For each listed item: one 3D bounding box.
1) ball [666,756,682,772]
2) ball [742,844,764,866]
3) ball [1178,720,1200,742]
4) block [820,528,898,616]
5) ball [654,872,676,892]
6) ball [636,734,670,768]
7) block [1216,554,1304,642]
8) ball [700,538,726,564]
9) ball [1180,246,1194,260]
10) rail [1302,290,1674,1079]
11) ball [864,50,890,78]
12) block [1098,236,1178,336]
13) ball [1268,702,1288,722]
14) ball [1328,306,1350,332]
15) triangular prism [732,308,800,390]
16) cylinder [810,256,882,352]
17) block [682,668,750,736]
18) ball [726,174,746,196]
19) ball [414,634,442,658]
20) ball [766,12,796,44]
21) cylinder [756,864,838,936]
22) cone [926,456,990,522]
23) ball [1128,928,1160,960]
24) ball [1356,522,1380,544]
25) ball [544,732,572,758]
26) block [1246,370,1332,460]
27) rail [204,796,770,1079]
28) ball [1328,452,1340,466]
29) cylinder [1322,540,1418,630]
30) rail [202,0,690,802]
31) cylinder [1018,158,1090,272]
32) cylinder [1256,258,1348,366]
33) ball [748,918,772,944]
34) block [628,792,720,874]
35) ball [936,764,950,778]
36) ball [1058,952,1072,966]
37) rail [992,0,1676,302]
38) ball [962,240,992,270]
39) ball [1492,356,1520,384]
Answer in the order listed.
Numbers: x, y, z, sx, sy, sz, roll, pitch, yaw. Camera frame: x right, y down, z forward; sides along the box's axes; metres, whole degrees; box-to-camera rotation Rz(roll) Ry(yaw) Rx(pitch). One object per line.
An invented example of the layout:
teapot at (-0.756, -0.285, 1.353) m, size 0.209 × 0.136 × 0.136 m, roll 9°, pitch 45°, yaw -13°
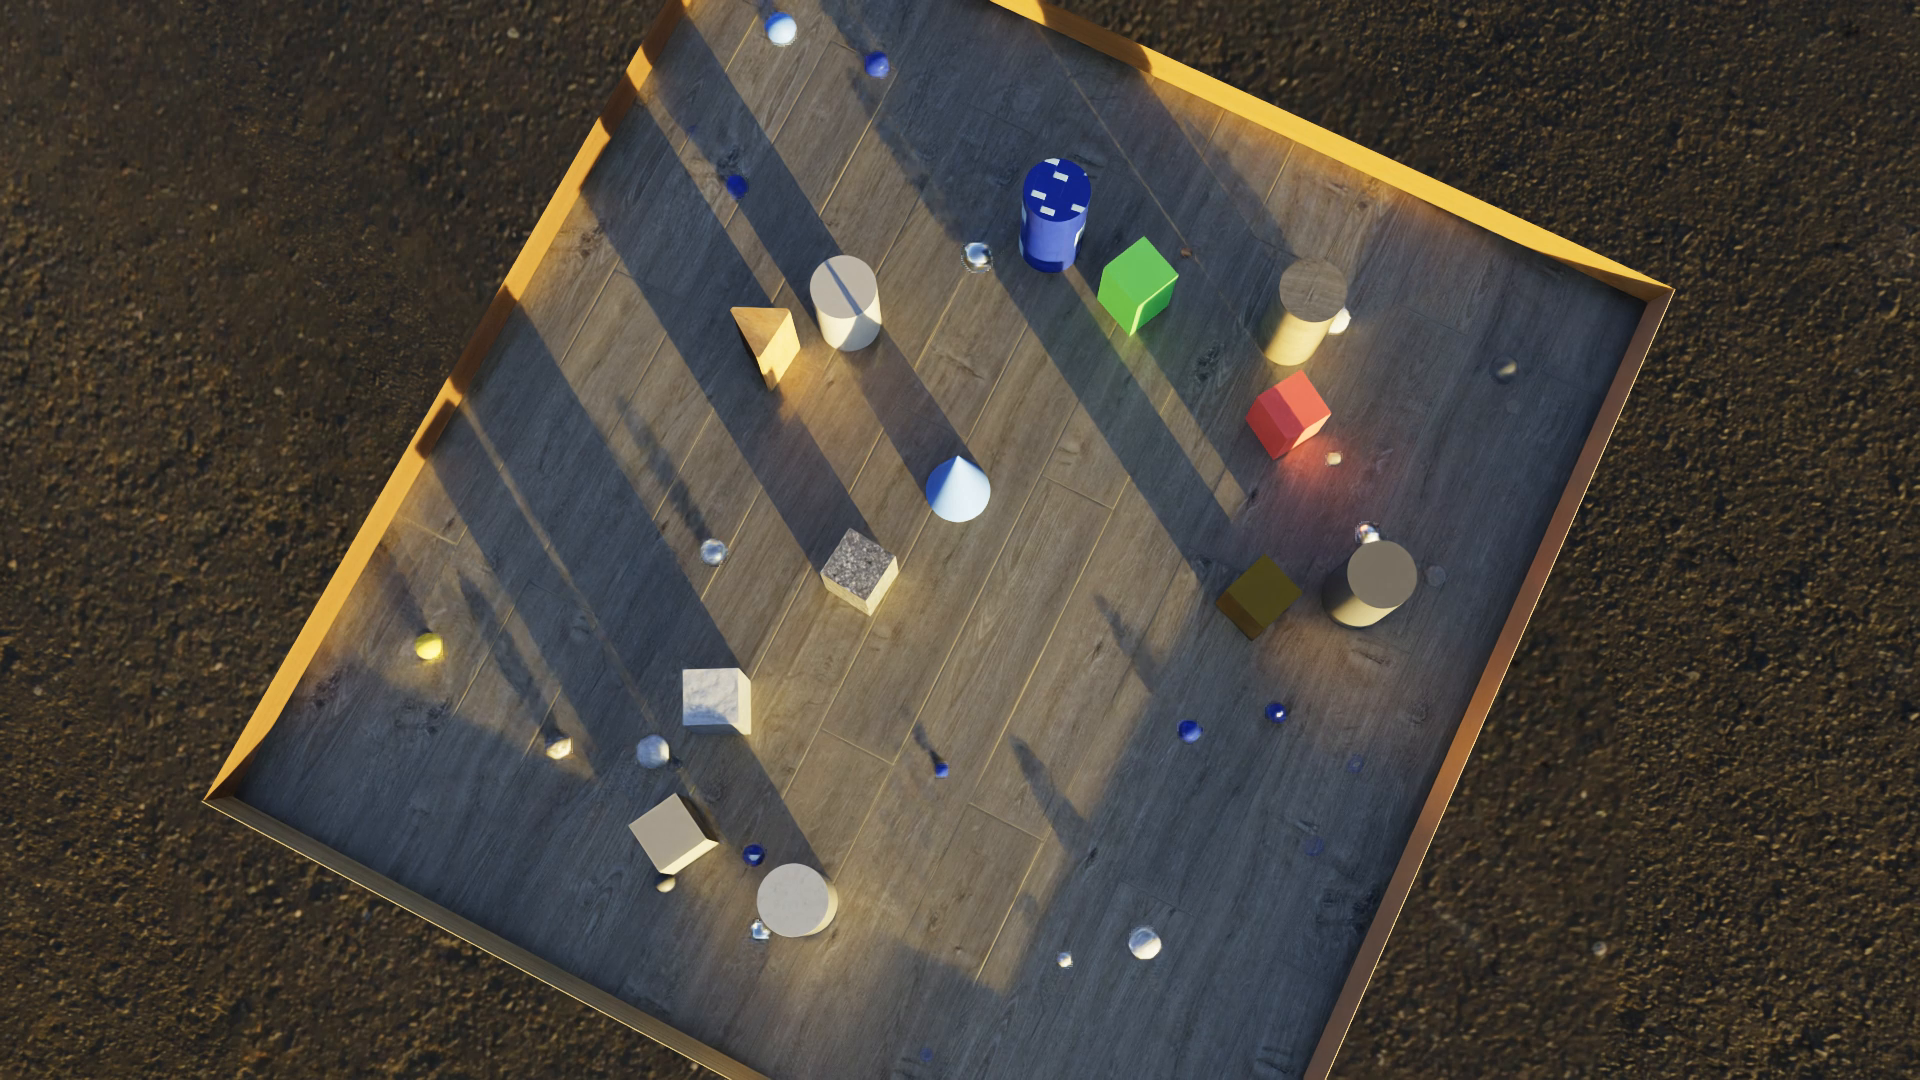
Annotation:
ball at (-0.851, 0.668, 5.453) m, size 0.049 × 0.049 × 0.049 m, roll 0°, pitch 78°, yaw 0°
ball at (-0.608, 0.927, 5.392) m, size 0.065 × 0.065 × 0.065 m, roll 0°, pitch 78°, yaw 0°
ball at (0.683, 0.570, 5.465) m, size 0.065 × 0.065 × 0.065 m, roll 0°, pitch 78°, yaw 0°
block at (-0.298, 0.097, 5.462) m, size 0.159 × 0.264 × 0.159 m, roll 32°, pitch 80°, yaw 6°
ball at (-0.866, 1.005, 5.377) m, size 0.061 × 0.061 × 0.061 m, roll 0°, pitch 78°, yaw 0°
ball at (-0.911, 0.628, 5.436) m, size 0.099 × 0.099 × 0.099 m, roll 0°, pitch 78°, yaw 0°
block at (0.888, 0.174, 5.457) m, size 0.159 × 0.243 × 0.159 m, roll -42°, pitch 81°, yaw -8°
ball at (-0.749, 0.035, 5.570) m, size 0.077 × 0.077 × 0.077 m, roll 0°, pitch 78°, yaw 0°
ball at (0.717, -0.907, 5.783) m, size 0.041 × 0.041 × 0.041 m, roll 0°, pitch 78°, yaw 0°
rail at (1.429, 0.706, 5.403) m, size 0.045 × 0.129 × 3.373 m, roll 26°, pitch 80°, yaw 5°
ball at (-0.268, -1.530, 5.891) m, size 0.082 × 0.082 × 0.082 m, roll 0°, pitch 78°, yaw 0°
block at (0.543, -0.778, 5.634) m, size 0.159 × 0.282 × 0.159 m, roll -39°, pitch 81°, yaw -7°
ball at (0.949, 0.517, 5.479) m, size 0.059 × 0.059 × 0.059 m, roll 0°, pitch 78°, yaw 0°
ball at (1.168, -0.689, 5.702) m, size 0.089 × 0.089 × 0.089 m, roll 0°, pitch 78°, yaw 0°
triangular prism at (-0.610, -0.608, 5.562) m, size 0.149 × 0.354 × 0.172 m, roll 31°, pitch 80°, yaw 6°
cylinder at (-0.347, -0.721, 5.605) m, size 0.199 × 0.315 × 0.199 m, roll 0°, pitch 78°, yaw 0°
block at (-0.709, 0.476, 5.363) m, size 0.159 × 0.304 × 0.159 m, roll -2°, pitch 78°, yaw 0°
ball at (-0.710, -1.125, 5.815) m, size 0.067 × 0.067 × 0.067 m, roll 0°, pitch 78°, yaw 0°
ball at (-1.599, 0.319, 5.511) m, size 0.077 × 0.077 × 0.077 m, roll 0°, pitch 78°, yaw 0°
ball at (-0.578, -1.651, 5.908) m, size 0.100 × 0.100 × 0.100 m, roll 0°, pitch 78°, yaw 0°
cylinder at (-0.459, 1.027, 5.216) m, size 0.199 × 0.369 × 0.199 m, roll 0°, pitch 78°, yaw 0°
cone at (-0.006, -0.197, 5.436) m, size 0.199 × 0.434 × 0.199 m, roll 0°, pitch 78°, yaw 0°
ball at (0.537, 1.172, 5.327) m, size 0.091 × 0.091 × 0.091 m, roll 0°, pitch 78°, yaw 0°
ball at (1.244, -0.017, 5.583) m, size 0.073 × 0.073 × 0.073 m, roll 0°, pitch 78°, yaw 0°
ball at (-1.196, 0.609, 5.450) m, size 0.080 × 0.080 × 0.080 m, roll 0°, pitch 78°, yaw 0°
block at (0.995, -0.378, 5.571) m, size 0.159 × 0.242 × 0.159 m, roll -31°, pitch 80°, yaw -6°
rail at (-0.744, 1.463, 5.247) m, size 3.242 × 0.129 × 0.045 m, roll 26°, pitch 80°, yaw 5°
ball at (1.152, -0.250, 5.647) m, size 0.042 × 0.042 × 0.042 m, roll 0°, pitch 78°, yaw 0°
cylinder at (1.199, 0.136, 5.392) m, size 0.199 × 0.385 × 0.199 m, roll 0°, pitch 78°, yaw 0°
rail at (-1.429, -0.693, 5.693) m, size 0.045 × 0.129 × 3.373 m, roll 26°, pitch 80°, yaw 5°
cylinder at (0.286, -0.985, 5.599) m, size 0.199 × 0.434 × 0.199 m, roll 0°, pitch 78°, yaw 0°
cylinder at (1.029, -0.685, 5.544) m, size 0.199 × 0.420 × 0.199 m, roll 0°, pitch 78°, yaw 0°
ball at (-0.581, 1.141, 5.344) m, size 0.071 × 0.071 × 0.071 m, roll 0°, pitch 78°, yaw 0°
block at (-0.823, 0.851, 5.295) m, size 0.159 × 0.284 × 0.159 m, roll -35°, pitch 80°, yaw -7°
ball at (-0.053, 0.686, 5.453) m, size 0.042 × 0.042 × 0.042 m, roll 0°, pitch 78°, yaw 0°
ball at (0.304, 1.222, 5.342) m, size 0.042 × 0.042 × 0.042 m, roll 0°, pitch 78°, yaw 0°
rail at (0.744, -1.450, 5.850) m, size 3.242 × 0.129 × 0.045 m, roll 26°, pitch 80°, yaw 5°
ball at (0.054, -0.894, 5.752) m, size 0.097 × 0.097 × 0.097 m, roll 0°, pitch 78°, yaw 0°
ball at (1.693, -0.530, 5.682) m, size 0.087 × 0.087 × 0.087 m, roll 0°, pitch 78°, yaw 0°
